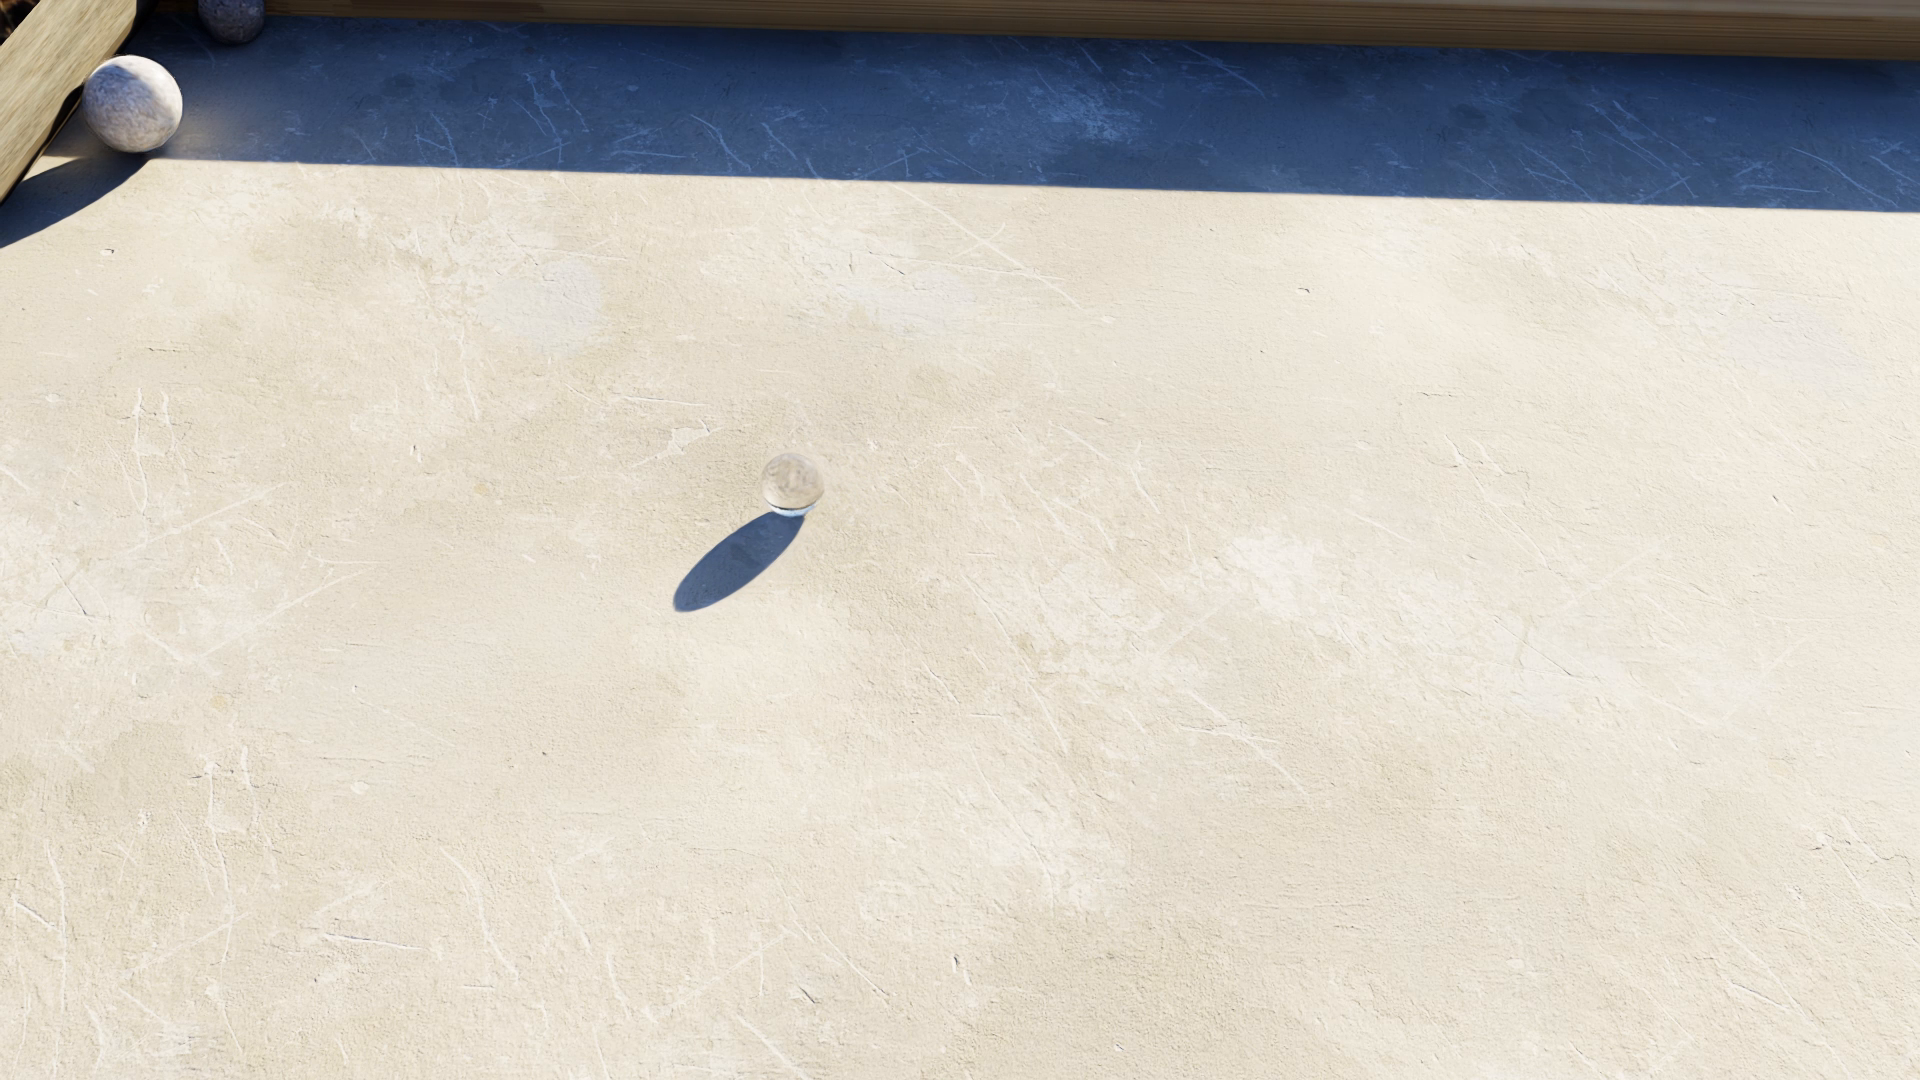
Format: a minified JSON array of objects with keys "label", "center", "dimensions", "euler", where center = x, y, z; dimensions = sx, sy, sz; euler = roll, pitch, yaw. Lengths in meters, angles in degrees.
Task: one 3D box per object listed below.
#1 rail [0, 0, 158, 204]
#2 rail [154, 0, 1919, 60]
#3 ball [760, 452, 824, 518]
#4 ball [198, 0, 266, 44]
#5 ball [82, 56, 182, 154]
[{"label":"rail","center":[-0.842,-0.053,1.789],"dimensions":[0.045,0.117,1.803],"euler":[2,36,3]},{"label":"rail","center":[0.923,-0.496,2.410],"dimensions":[3.468,0.117,0.045],"euler":[2,36,3]},{"label":"ball","center":[-0.120,-0.040,1.833],"dimensions":[0.047,0.047,0.047],"euler":[0,36,0]},{"label":"ball","center":[-0.704,-0.510,2.478],"dimensions":[0.063,0.063,0.063],"euler":[0,36,0]},{"label":"ball","center":[-0.738,-0.388,2.288],"dimensions":[0.086,0.086,0.086],"euler":[0,36,0]}]
